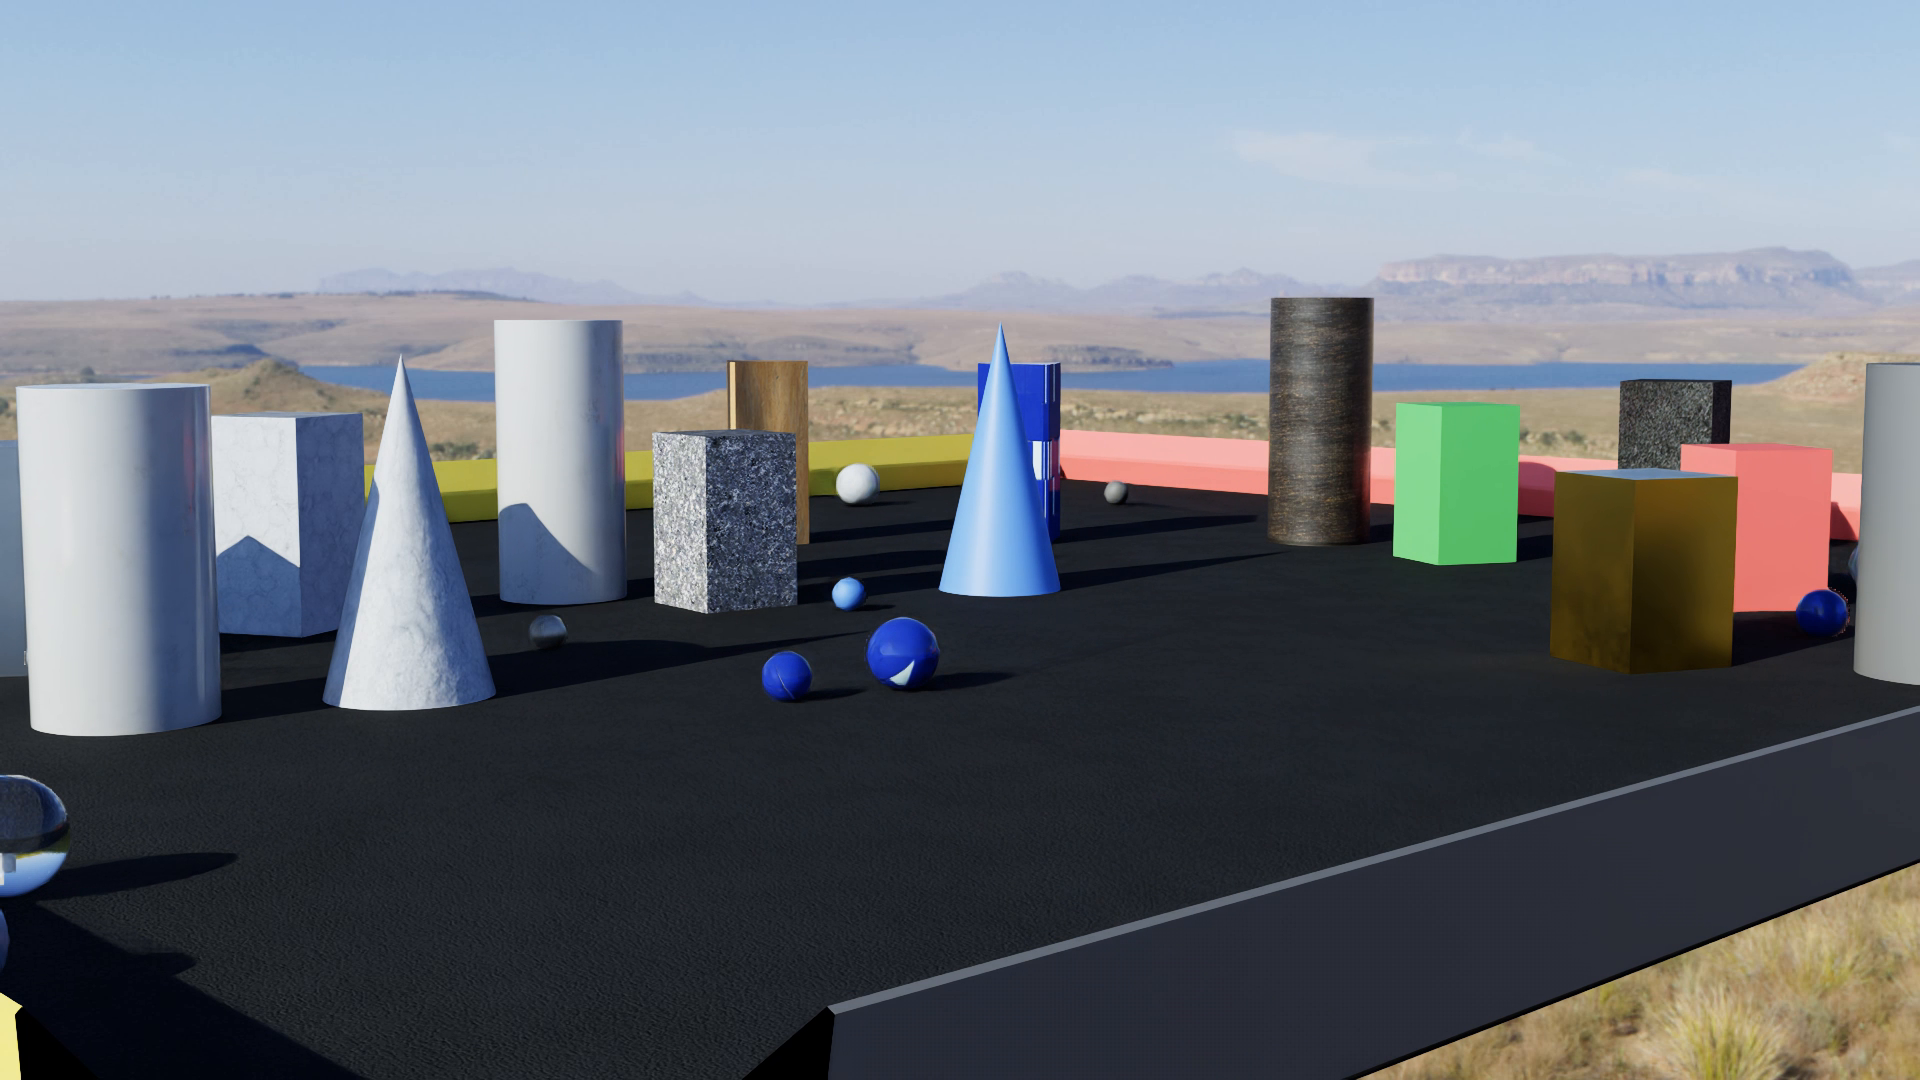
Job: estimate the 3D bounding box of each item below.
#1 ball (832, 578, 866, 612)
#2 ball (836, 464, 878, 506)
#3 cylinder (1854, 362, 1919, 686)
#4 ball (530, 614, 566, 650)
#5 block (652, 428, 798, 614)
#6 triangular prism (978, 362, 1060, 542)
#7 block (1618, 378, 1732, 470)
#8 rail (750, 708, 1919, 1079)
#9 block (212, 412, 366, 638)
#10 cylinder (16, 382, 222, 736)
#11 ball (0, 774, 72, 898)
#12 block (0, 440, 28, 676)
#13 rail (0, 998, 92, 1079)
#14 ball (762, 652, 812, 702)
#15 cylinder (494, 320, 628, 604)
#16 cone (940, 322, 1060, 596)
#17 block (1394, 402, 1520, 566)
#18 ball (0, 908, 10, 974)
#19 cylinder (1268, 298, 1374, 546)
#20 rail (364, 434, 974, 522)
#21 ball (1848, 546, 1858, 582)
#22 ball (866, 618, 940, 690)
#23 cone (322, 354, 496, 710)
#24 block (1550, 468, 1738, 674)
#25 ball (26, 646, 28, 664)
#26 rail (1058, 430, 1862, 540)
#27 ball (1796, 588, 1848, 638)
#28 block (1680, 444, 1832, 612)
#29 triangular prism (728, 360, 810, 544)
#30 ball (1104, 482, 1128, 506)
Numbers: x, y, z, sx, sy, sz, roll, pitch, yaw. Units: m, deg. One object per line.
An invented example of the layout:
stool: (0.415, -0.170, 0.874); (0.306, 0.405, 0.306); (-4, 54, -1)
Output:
ball: (-0.165, 0.081, 3.261); (0.049, 0.049, 0.049); (0, 6, 0)
ball: (-0.233, -0.126, 5.003); (0.098, 0.098, 0.098); (0, 6, 0)
cylinder: (1.201, -0.024, 2.677); (0.196, 0.379, 0.196); (0, 6, 0)
ball: (-0.542, 0.121, 2.888); (0.047, 0.047, 0.047); (0, 6, 0)
block: (-0.356, -0.033, 3.332); (0.157, 0.260, 0.157); (-4, 7, -37)
triangular prism: (0.146, -0.172, 4.275); (0.170, 0.342, 0.147); (5, 8, 40)
block: (1.259, -0.120, 3.880); (0.157, 0.321, 0.157); (3, 7, 30)
rail: (1.123, 0.160, 2.121); (3.803, 0.127, 0.045); (-5, 8, -42)
block: (-0.946, -0.026, 3.083); (0.157, 0.299, 0.157); (2, 6, 19)
cylinder: (-0.909, 0.015, 2.384); (0.196, 0.363, 0.196); (0, 6, 0)
ball: (-0.725, 0.225, 1.671); (0.094, 0.094, 0.094); (0, 6, 0)
block: (-1.219, 0.021, 2.730); (0.157, 0.279, 0.157); (-2, 6, -14)
rail: (-1.380, 0.166, 2.065); (0.045, 0.127, 3.360); (-5, 8, -42)
ball: (-0.197, 0.155, 2.509); (0.057, 0.057, 0.057); (0, 6, 0)
cylinder: (-0.618, -0.125, 3.408); (0.196, 0.429, 0.196); (0, 6, 0)
cone: (0.064, -0.135, 3.504); (0.196, 0.428, 0.196); (0, 6, 0)
block: (0.887, -0.104, 3.933); (0.157, 0.277, 0.157); (-2, 6, -18)
ball: (-0.650, 0.257, 1.394); (0.087, 0.087, 0.087); (0, 6, 0)
cylinder: (0.693, -0.231, 4.230); (0.196, 0.468, 0.196); (0, 6, 0)
rail: (-1.123, -0.094, 4.542); (3.803, 0.127, 0.045); (-5, 8, -42)
ball: (1.461, 0.040, 3.510); (0.079, 0.079, 0.079); (0, 6, 0)
ball: (-0.067, 0.134, 2.581); (0.086, 0.086, 0.086); (0, 6, 0)
cone: (-0.638, -0.017, 2.531); (0.196, 0.395, 0.196); (0, 6, 0)
block: (0.863, 0.035, 2.783); (0.157, 0.239, 0.157); (-2, 6, -22)
ball: (-1.085, 0.137, 2.638); (0.067, 0.067, 0.067); (0, 6, 0)
rail: (1.380, -0.099, 4.599); (0.045, 0.127, 3.360); (-5, 8, -42)
ball: (1.175, 0.100, 2.997); (0.067, 0.067, 0.067); (0, 6, 0)
block: (1.201, -0.022, 3.331); (0.157, 0.239, 0.157); (-1, 6, -11)
triangular prism: (-0.400, -0.167, 4.195); (0.170, 0.348, 0.147); (-5, 8, -38)
ball: (0.357, -0.106, 5.018); (0.056, 0.056, 0.056); (0, 6, 0)
